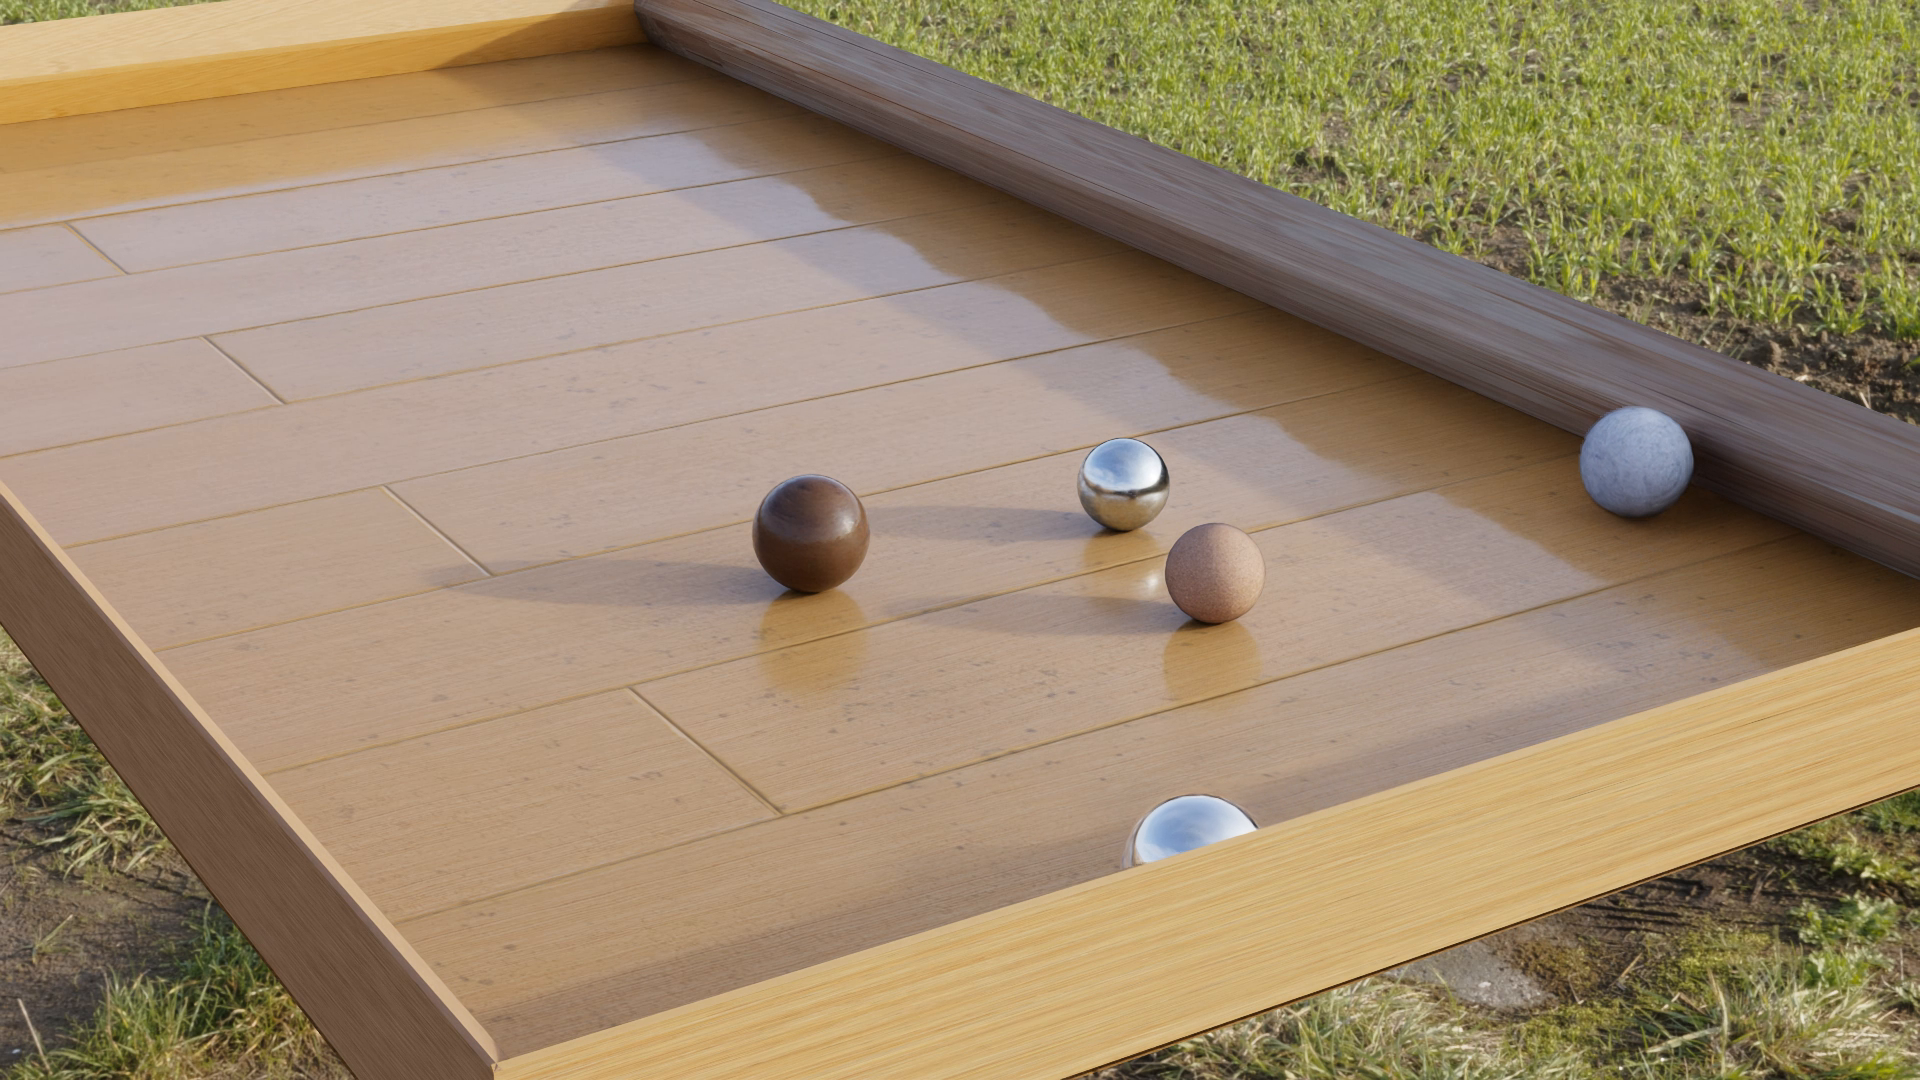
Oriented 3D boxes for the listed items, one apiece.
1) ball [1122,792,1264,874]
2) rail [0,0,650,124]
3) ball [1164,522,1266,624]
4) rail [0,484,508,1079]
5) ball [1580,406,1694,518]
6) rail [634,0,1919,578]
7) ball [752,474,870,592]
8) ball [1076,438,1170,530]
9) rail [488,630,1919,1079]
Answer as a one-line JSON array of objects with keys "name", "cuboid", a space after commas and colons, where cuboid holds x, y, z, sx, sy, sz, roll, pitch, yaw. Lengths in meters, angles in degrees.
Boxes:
[{"name": "ball", "cuboid": [0.151, 0.209, 1.864, 0.097, 0.097, 0.097, 0, 22, 0]}, {"name": "rail", "cuboid": [-1.025, -0.644, 3.919, 1.373, 0.126, 0.045, -13, 26, -29]}, {"name": "ball", "cuboid": [0.203, 0.026, 2.335, 0.080, 0.080, 0.080, 0, 22, 0]}, {"name": "rail", "cuboid": [-0.910, -0.098, 2.577, 0.045, 0.126, 2.634, -13, 26, -29]}, {"name": "ball", "cuboid": [0.585, -0.067, 2.543, 0.096, 0.096, 0.096, 0, 22, 0]}, {"name": "rail", "cuboid": [0.218, -0.361, 3.222, 0.045, 0.126, 2.634, -13, 26, -29]}, {"name": "ball", "cuboid": [-0.121, -0.005, 2.391, 0.096, 0.096, 0.096, 0, 22, 0]}, {"name": "ball", "cuboid": [0.140, -0.048, 2.517, 0.080, 0.080, 0.080, 0, 22, 0]}, {"name": "rail", "cuboid": [0.333, 0.185, 1.880, 1.373, 0.126, 0.045, -13, 26, -29]}]
